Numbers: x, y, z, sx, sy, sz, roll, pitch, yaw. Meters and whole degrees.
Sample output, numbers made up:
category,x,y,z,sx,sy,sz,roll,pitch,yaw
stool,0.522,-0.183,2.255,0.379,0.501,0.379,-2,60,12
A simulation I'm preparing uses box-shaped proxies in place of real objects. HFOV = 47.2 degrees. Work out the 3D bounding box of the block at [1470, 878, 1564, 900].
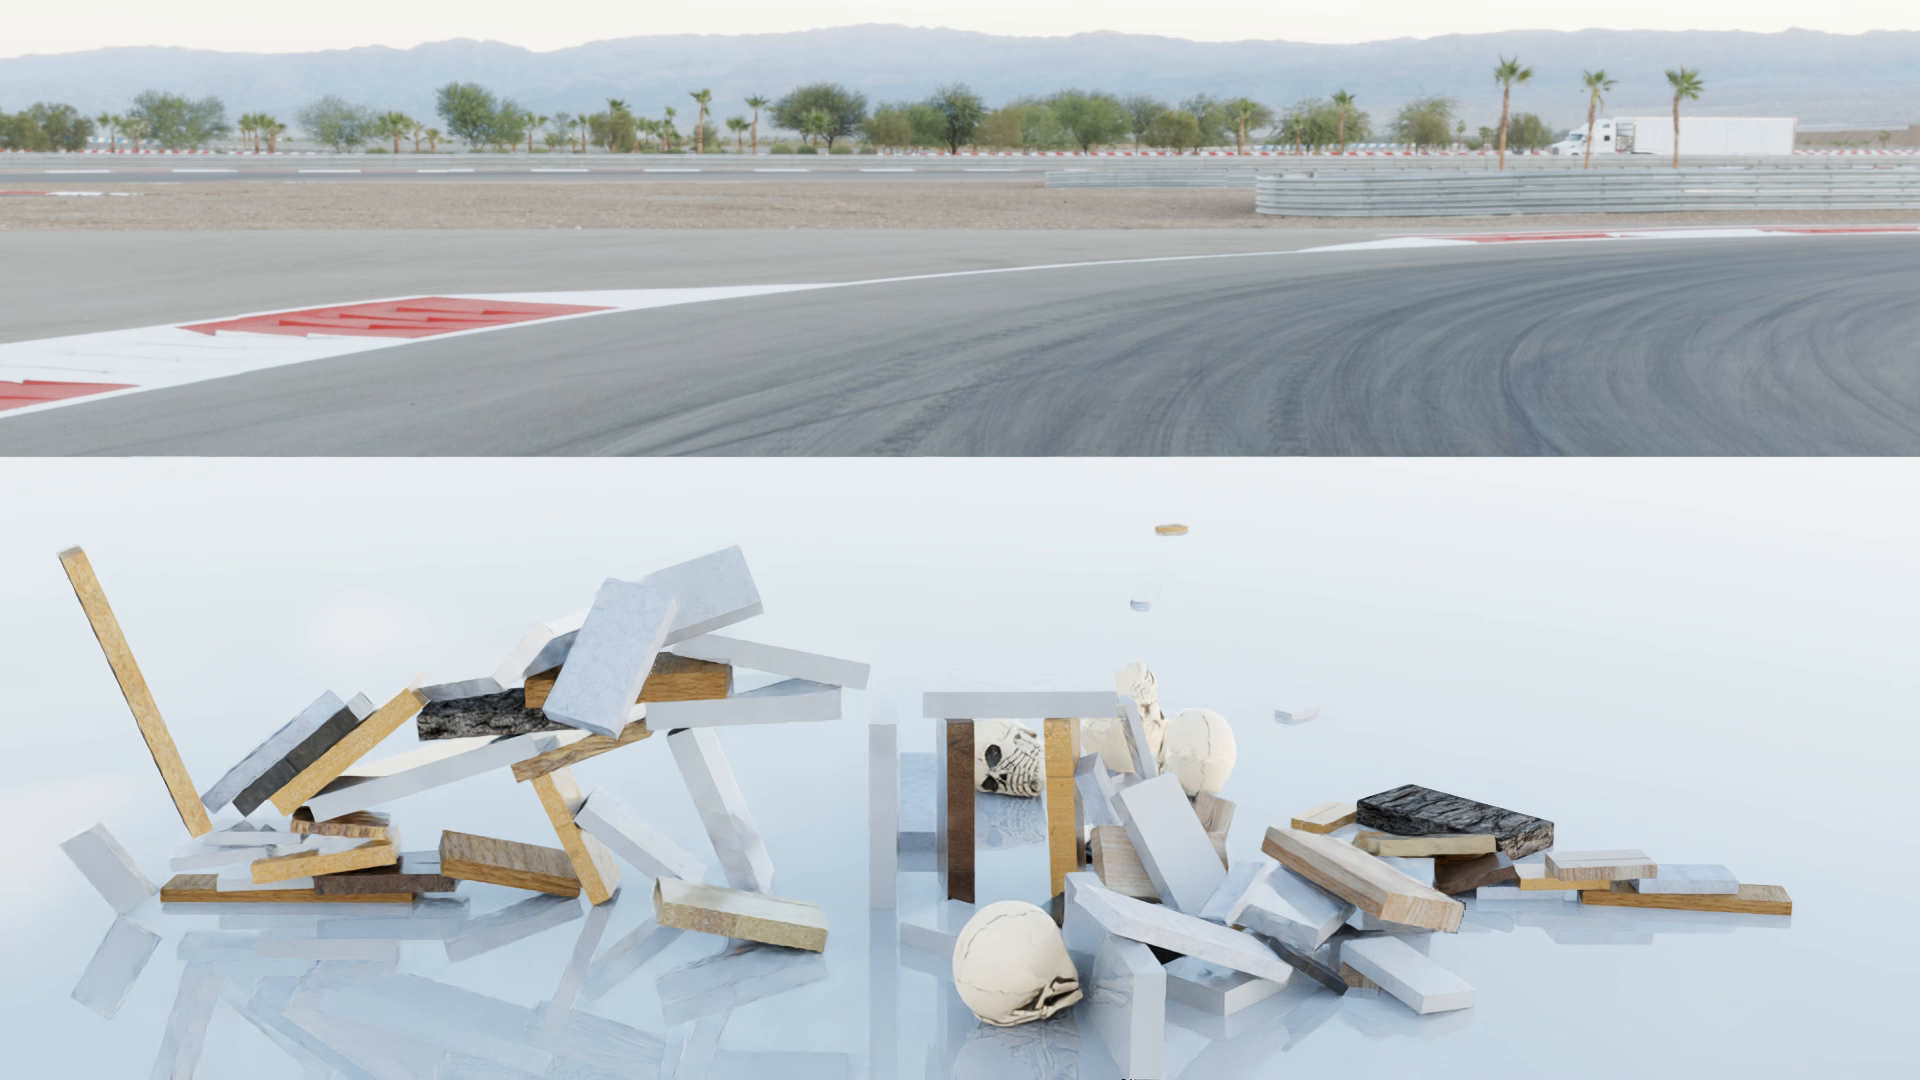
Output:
category,x,y,z,sx,sy,sz,roll,pitch,yaw
block,0.927,0.578,3.677,0.147,0.021,0.073,0,11,-2

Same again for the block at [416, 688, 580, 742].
category,x,y,z,sx,sy,sz,roll,pitch,yaw
block,-0.730,0.280,3.618,0.292,0.041,0.146,-5,11,1

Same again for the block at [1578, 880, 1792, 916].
category,x,y,z,sx,sy,sz,roll,pitch,yaw
block,1.193,0.586,3.628,0.329,0.023,0.081,2,11,9

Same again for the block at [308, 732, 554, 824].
category,x,y,z,sx,sy,sz,roll,pitch,yaw
block,-0.871,0.373,3.639,0.384,0.041,0.146,-17,10,3

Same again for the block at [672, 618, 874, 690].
category,x,y,z,sx,sy,sz,roll,pitch,yaw
block,-0.306,0.179,3.643,0.320,0.045,0.160,11,10,-2

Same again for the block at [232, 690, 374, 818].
category,x,y,z,sx,sy,sz,roll,pitch,yaw
block,-1.085,0.353,3.639,0.247,0.035,0.123,-40,8,1

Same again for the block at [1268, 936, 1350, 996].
category,x,y,z,sx,sy,sz,roll,pitch,yaw
block,0.514,0.628,3.244,0.118,0.017,0.059,32,3,-17

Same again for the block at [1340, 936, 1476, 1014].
category,x,y,z,sx,sy,sz,roll,pitch,yaw
block,0.660,0.641,3.252,0.098,0.028,0.195,0,14,-28

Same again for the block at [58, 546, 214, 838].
category,x,y,z,sx,sy,sz,roll,pitch,yaw
block,-1.341,0.248,3.579,0.035,0.498,0.123,-26,15,-22

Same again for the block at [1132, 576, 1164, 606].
category,x,y,z,sx,sy,sz,roll,pitch,yaw
block,0.518,0.141,6.050,0.048,0.014,0.334,2,11,12

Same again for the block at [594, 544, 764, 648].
category,x,y,z,sx,sy,sz,roll,pitch,yaw
block,-0.454,0.101,3.560,0.246,0.035,0.123,-19,56,-10

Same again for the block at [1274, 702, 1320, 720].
category,x,y,z,sx,sy,sz,roll,pitch,yaw
block,0.736,0.373,4.800,0.096,0.014,0.048,-10,14,-43

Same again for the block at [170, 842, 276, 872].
category,x,y,z,sx,sy,sz,roll,pitch,yaw
block,-1.213,0.514,3.624,0.155,0.022,0.077,-7,11,-6

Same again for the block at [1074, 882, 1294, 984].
category,x,y,z,sx,sy,sz,roll,pitch,yaw
block,0.321,0.560,3.124,0.366,0.028,0.098,23,6,-38

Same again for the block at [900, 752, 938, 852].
category,x,y,z,sx,sy,sz,roll,pitch,yaw
block,-0.089,0.486,4.126,0.130,0.037,0.503,0,11,1

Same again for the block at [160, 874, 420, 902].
category,x,y,z,sx,sy,sz,roll,pitch,yaw
block,-1.111,0.580,3.664,0.415,0.022,0.077,0,11,0

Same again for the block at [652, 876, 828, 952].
category,x,y,z,sx,sy,sz,roll,pitch,yaw
block,-0.343,0.583,3.429,0.260,0.037,0.130,12,6,-13

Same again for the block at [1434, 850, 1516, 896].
category,x,y,z,sx,sy,sz,roll,pitch,yaw
block,0.847,0.559,3.669,0.147,0.021,0.073,-16,10,3

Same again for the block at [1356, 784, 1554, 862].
category,x,y,z,sx,sy,sz,roll,pitch,yaw
block,0.892,0.511,3.973,0.158,0.045,0.315,-9,14,-41

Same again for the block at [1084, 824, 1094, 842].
category,x,y,z,sx,sy,sz,roll,pitch,yaw
block,0.205,0.530,3.907,0.054,0.015,0.107,-15,4,23

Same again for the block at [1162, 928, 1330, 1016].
category,x,y,z,sx,sy,sz,roll,pitch,yaw
block,0.423,0.641,3.291,0.131,0.037,0.263,10,14,43

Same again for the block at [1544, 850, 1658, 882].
category,x,y,z,sx,sy,sz,roll,pitch,yaw
block,1.061,0.538,3.641,0.161,0.023,0.081,-2,10,-2

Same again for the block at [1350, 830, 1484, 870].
category,x,y,z,sx,sy,sz,roll,pitch,yaw
block,0.788,0.547,3.814,0.217,0.031,0.108,5,11,24

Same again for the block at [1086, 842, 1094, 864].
category,x,y,z,sx,sy,sz,roll,pitch,yaw
block,0.244,0.546,3.866,0.054,0.015,0.107,4,11,20

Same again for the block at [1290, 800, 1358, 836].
category,x,y,z,sx,sy,sz,roll,pitch,yaw
block,0.675,0.511,4.042,0.069,0.020,0.138,9,14,40

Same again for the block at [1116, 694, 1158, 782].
category,x,y,z,sx,sy,sz,roll,pitch,yaw
block,0.291,0.329,3.643,0.020,0.138,0.069,-18,11,-9

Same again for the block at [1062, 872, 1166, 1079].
category,x,y,z,sx,sy,sz,roll,pitch,yaw
block,0.213,0.612,3.113,0.045,0.157,0.406,0,10,-10

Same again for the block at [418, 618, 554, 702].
category,x,y,z,sx,sy,sz,roll,pitch,yaw
block,-0.763,0.195,3.525,0.278,0.035,0.123,-11,36,52

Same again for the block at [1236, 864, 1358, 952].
category,x,y,z,sx,sy,sz,roll,pitch,yaw
block,0.528,0.570,3.428,0.131,0.037,0.263,18,12,22

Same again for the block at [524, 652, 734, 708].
category,x,y,z,sx,sy,sz,roll,pitch,yaw
block,-0.538,0.226,3.598,0.319,0.045,0.160,-3,11,-1

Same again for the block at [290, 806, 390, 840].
category,x,y,z,sx,sy,sz,roll,pitch,yaw
block,-1.023,0.467,3.634,0.152,0.022,0.076,6,11,-11

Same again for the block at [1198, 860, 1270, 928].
category,x,y,z,sx,sy,sz,roll,pitch,yaw
block,0.415,0.535,3.330,0.059,0.017,0.118,-4,38,53

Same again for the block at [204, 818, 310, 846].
category,x,y,z,sx,sy,sz,roll,pitch,yaw
block,-1.157,0.482,3.634,0.158,0.022,0.076,-1,10,0
